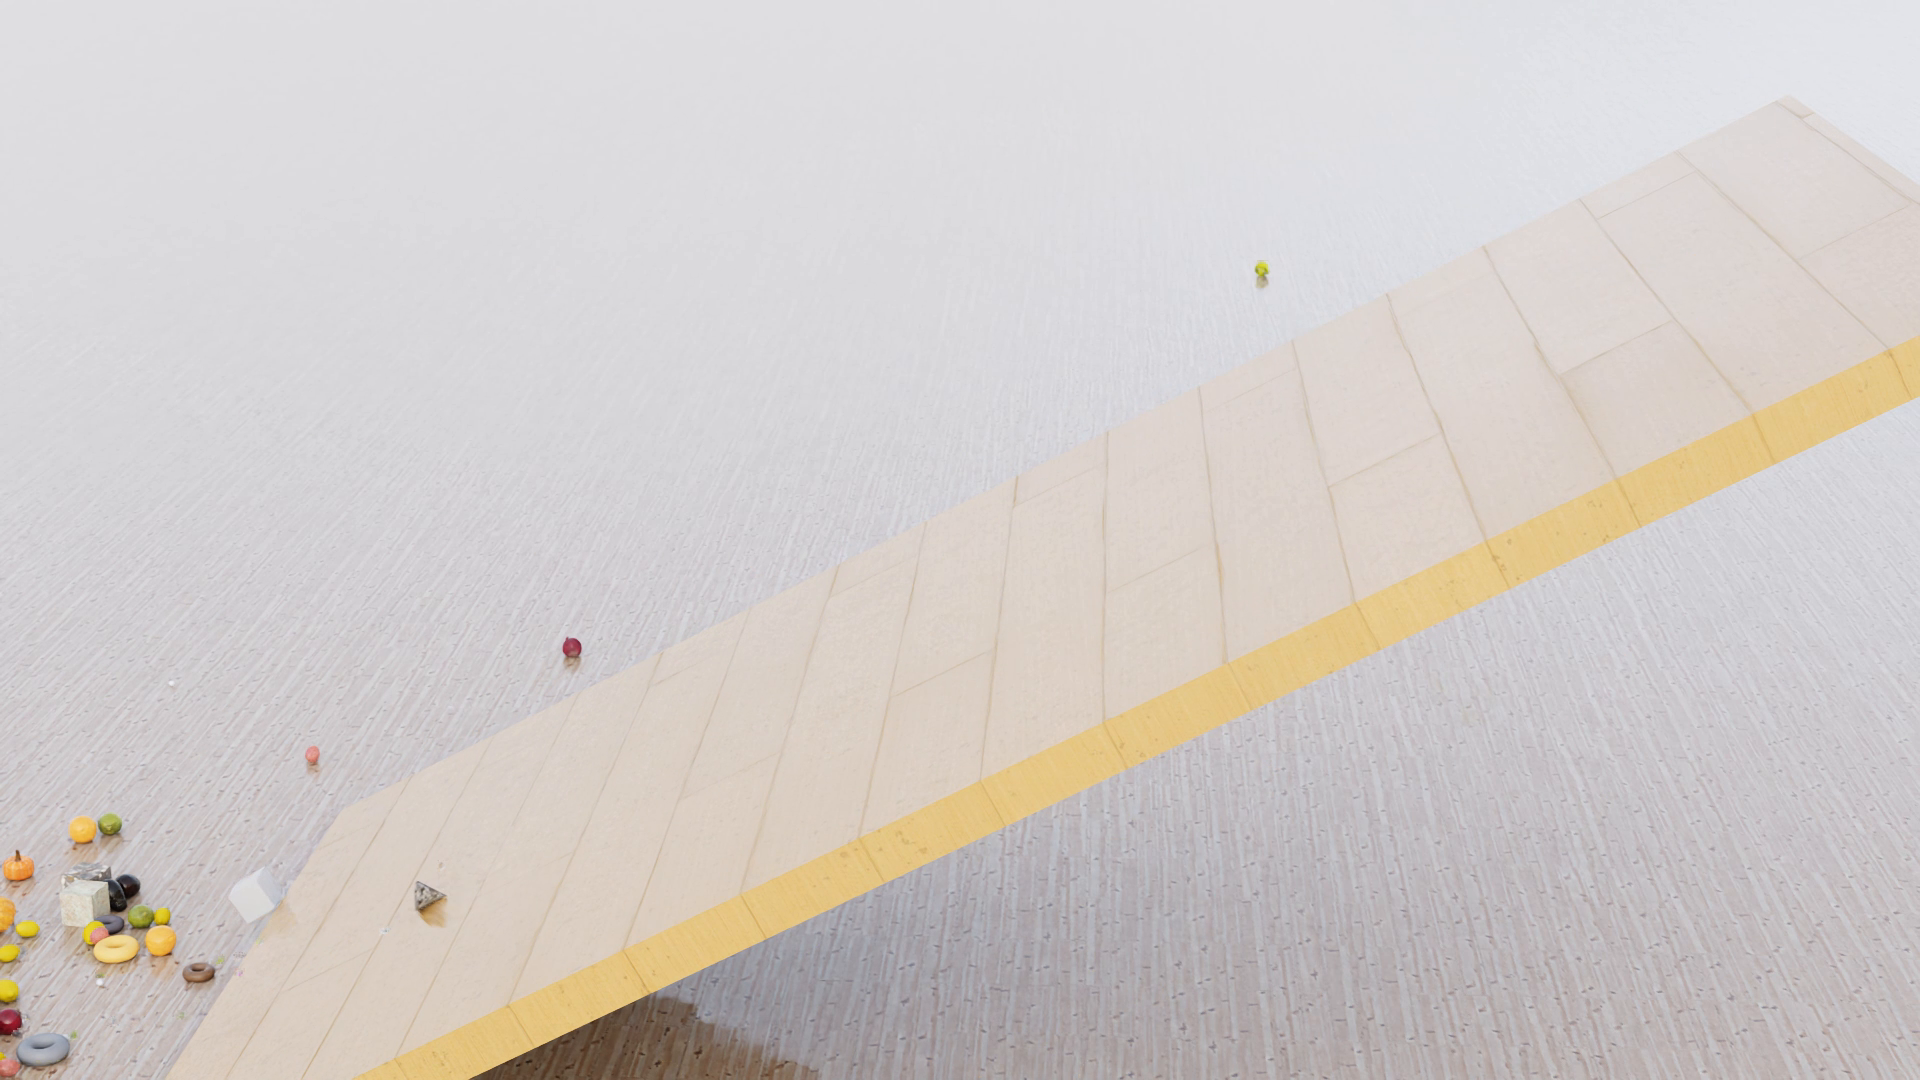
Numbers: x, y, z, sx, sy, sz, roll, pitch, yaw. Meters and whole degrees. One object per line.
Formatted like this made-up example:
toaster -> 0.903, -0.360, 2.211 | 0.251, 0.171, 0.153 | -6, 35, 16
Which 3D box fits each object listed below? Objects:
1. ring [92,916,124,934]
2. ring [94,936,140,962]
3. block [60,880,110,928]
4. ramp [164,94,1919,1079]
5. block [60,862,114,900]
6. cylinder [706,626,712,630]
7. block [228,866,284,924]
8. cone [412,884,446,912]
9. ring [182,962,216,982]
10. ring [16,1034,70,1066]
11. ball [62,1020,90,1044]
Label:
ring -> -2.056, 0.929, 7.096 | 0.078, 0.026, 0.078 | 1, 18, 0
ring -> -1.995, 0.968, 6.956 | 0.105, 0.035, 0.105 | -1, 19, 0
block -> -2.125, 0.883, 7.145 | 0.084, 0.084, 0.084 | 3, 18, 11
ramp -> 0.141, 0.167, 6.281 | 4.000, 0.100, 2.000 | -26, 14, 11
block -> -2.149, 0.853, 7.241 | 0.084, 0.084, 0.084 | 6, 18, 19
cylinder -> -0.750, 0.302, 9.052 | 0.062, 0.062, 0.062 | 11, 20, 30
block -> -1.688, 0.852, 7.055 | 0.083, 0.083, 0.083 | -30, 13, 11
cone -> -1.143, 0.772, 6.374 | 0.065, 0.065, 0.065 | -16, 12, 19
ring -> -1.772, 1.006, 6.848 | 0.075, 0.025, 0.075 | 1, 18, 0
ring -> -2.015, 1.120, 6.462 | 0.114, 0.038, 0.114 | 0, 18, 0
ball -> -1.968, 1.098, 6.548 | 0.056, 0.056, 0.056 | 0, 17, 0
